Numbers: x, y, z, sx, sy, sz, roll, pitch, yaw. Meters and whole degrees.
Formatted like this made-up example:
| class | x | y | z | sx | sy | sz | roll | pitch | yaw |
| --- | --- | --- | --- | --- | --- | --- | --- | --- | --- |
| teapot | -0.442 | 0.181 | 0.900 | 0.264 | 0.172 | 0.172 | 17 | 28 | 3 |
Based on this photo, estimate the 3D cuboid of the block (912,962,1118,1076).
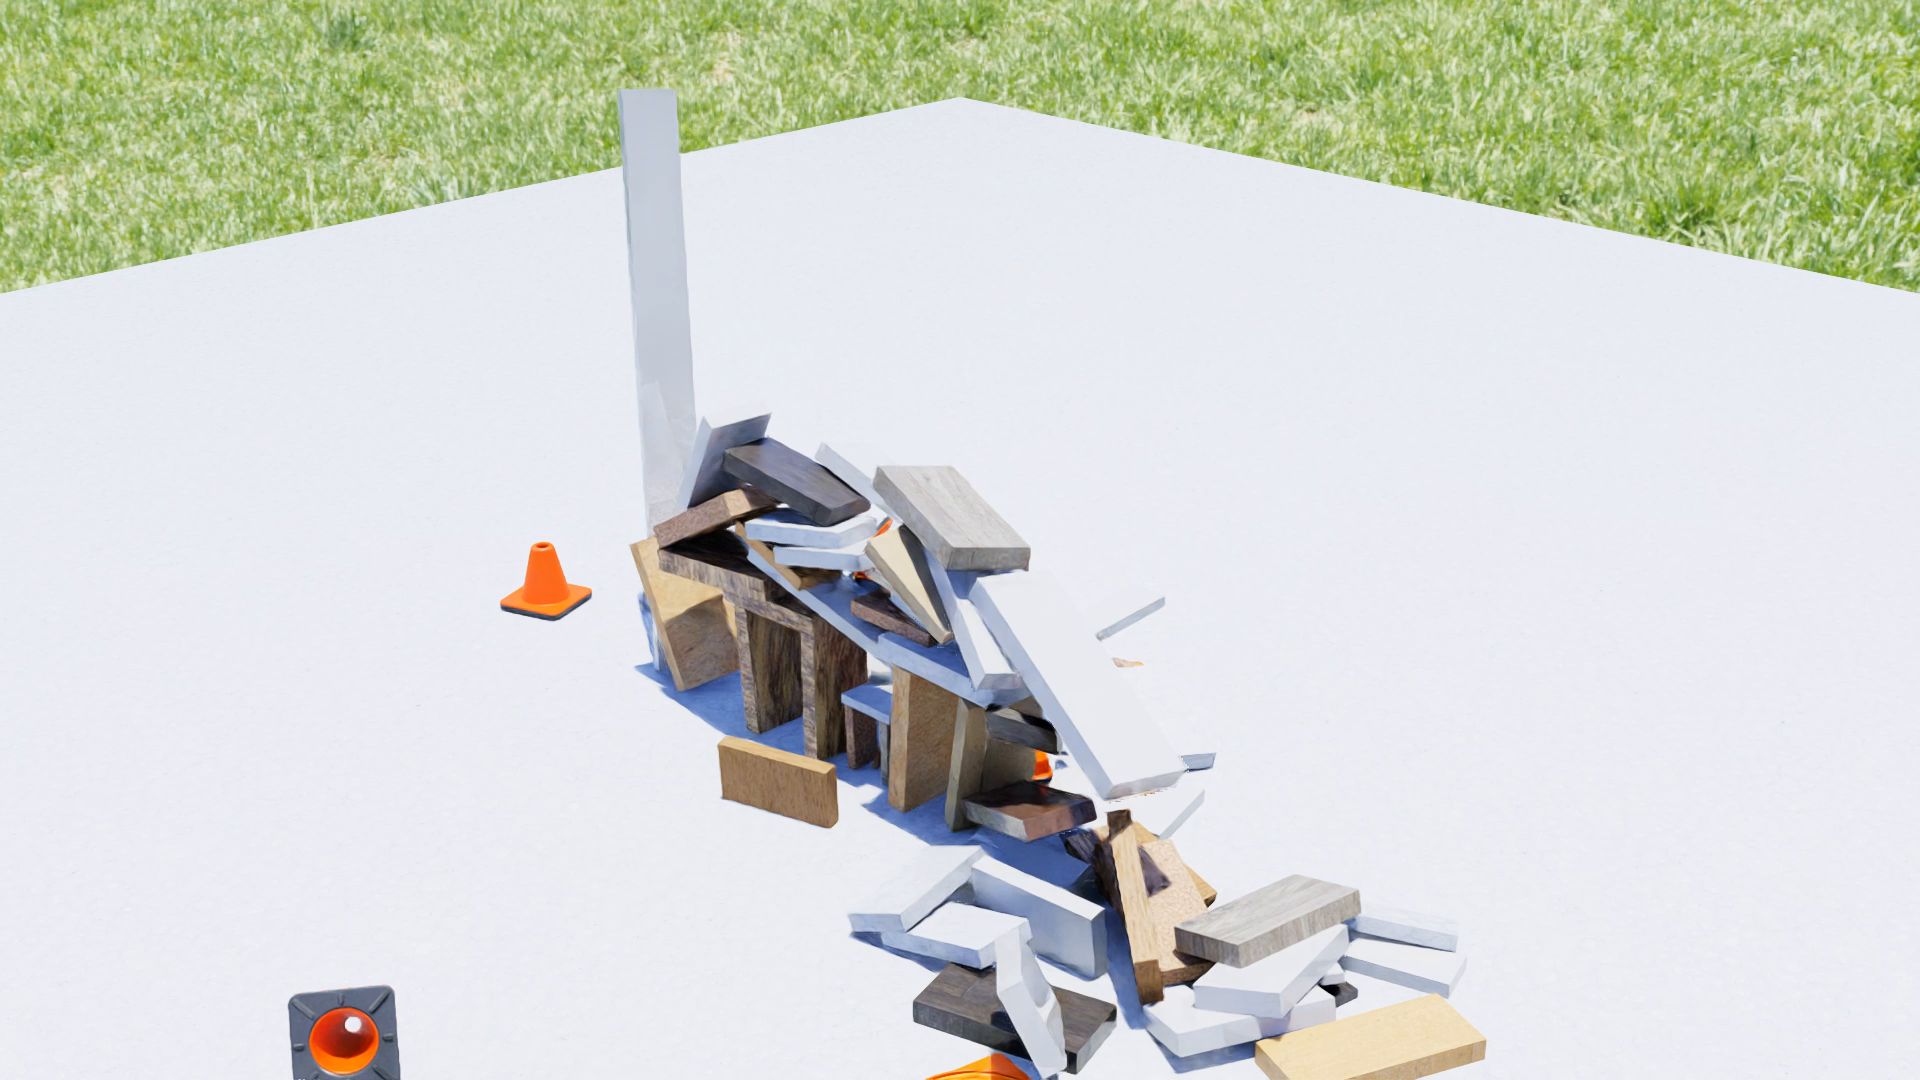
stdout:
| class | x | y | z | sx | sy | sz | roll | pitch | yaw |
| --- | --- | --- | --- | --- | --- | --- | --- | --- | --- |
| block | 0.094 | 0.815 | 3.783 | 0.314 | 0.044 | 0.157 | 12 | 26 | 26 |

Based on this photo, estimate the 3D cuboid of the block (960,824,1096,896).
| class | x | y | z | sx | sy | sz | roll | pitch | yaw |
| --- | --- | --- | --- | --- | --- | --- | --- | --- | --- |
| block | 0.110 | 0.628 | 4.136 | 0.274 | 0.039 | 0.137 | 17 | 53 | 45 |

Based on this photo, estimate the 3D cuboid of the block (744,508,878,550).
| class | x | y | z | sx | sy | sz | roll | pitch | yaw |
| --- | --- | --- | --- | --- | --- | --- | --- | --- | --- |
| block | -0.304 | -0.024 | 4.491 | 0.248 | 0.035 | 0.124 | 6 | 19 | 36 |

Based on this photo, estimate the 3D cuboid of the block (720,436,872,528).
| class | x | y | z | sx | sy | sz | roll | pitch | yaw |
| --- | --- | --- | --- | --- | --- | --- | --- | --- | --- |
| block | -0.334 | -0.122 | 4.517 | 0.286 | 0.041 | 0.143 | 28 | 29 | 25 |

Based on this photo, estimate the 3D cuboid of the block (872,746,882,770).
| class | x | y | z | sx | sy | sz | roll | pitch | yaw |
| --- | --- | --- | --- | --- | --- | --- | --- | --- | --- |
| block | -0.141 | 0.411 | 4.728 | 0.014 | 0.048 | 0.261 | 23 | 27 | 6 |

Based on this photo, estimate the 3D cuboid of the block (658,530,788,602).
| class | x | y | z | sx | sy | sz | roll | pitch | yaw |
| --- | --- | --- | --- | --- | --- | --- | --- | --- | --- |
| block | -0.471 | 0.050 | 4.727 | 0.347 | 0.049 | 0.174 | 14 | 26 | 42 |

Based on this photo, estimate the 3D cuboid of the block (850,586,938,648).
| class | x | y | z | sx | sy | sz | roll | pitch | yaw |
| --- | --- | --- | --- | --- | --- | --- | --- | --- | --- |
| block | -0.102 | 0.151 | 4.404 | 0.223 | 0.032 | 0.112 | 21 | 31 | 40 |

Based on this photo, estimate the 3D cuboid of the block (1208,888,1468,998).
| class | x | y | z | sx | sy | sz | roll | pitch | yaw |
| --- | --- | --- | --- | --- | --- | --- | --- | --- | --- |
| block | 0.679 | 0.730 | 4.000 | 0.466 | 0.030 | 0.107 | 12 | 26 | 26 |

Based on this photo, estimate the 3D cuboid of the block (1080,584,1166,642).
| class | x | y | z | sx | sy | sz | roll | pitch | yaw |
| --- | --- | --- | --- | --- | --- | --- | --- | --- | --- |
| block | 0.303 | 0.210 | 5.229 | 0.103 | 0.029 | 0.493 | 18 | 29 | 36 |

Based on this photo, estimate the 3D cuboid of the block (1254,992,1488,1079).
| class | x | y | z | sx | sy | sz | roll | pitch | yaw |
| --- | --- | --- | --- | --- | --- | --- | --- | --- | --- |
| block | 0.689 | 0.857 | 3.689 | 0.360 | 0.041 | 0.146 | -10 | 25 | -21 |

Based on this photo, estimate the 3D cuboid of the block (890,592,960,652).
| class | x | y | z | sx | sy | sz | roll | pitch | yaw |
| --- | --- | --- | --- | --- | --- | --- | --- | --- | --- |
| block | -0.040 | 0.145 | 4.327 | 0.094 | 0.027 | 0.189 | -21 | 47 | -40 |

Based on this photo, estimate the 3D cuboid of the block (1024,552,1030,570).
| class | x | y | z | sx | sy | sz | roll | pitch | yaw |
| --- | --- | --- | --- | --- | --- | --- | --- | --- | --- |
| block | 0.072 | 0.168 | 4.573 | 0.042 | 0.295 | 0.148 | 17 | 20 | 32 |

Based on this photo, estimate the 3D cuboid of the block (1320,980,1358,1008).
| class | x | y | z | sx | sy | sz | roll | pitch | yaw |
| --- | --- | --- | --- | --- | --- | --- | --- | --- | --- |
| block | 0.636 | 0.783 | 3.892 | 0.064 | 0.018 | 0.128 | -16 | 28 | -32 |

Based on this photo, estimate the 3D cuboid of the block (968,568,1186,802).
| class | x | y | z | sx | sy | sz | roll | pitch | yaw |
| --- | --- | --- | --- | --- | --- | --- | --- | --- | --- |
| block | 0.209 | 0.255 | 4.008 | 0.169 | 0.048 | 0.497 | -7 | 50 | -36 |

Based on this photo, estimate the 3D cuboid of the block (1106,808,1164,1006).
| class | x | y | z | sx | sy | sz | roll | pitch | yaw |
| --- | --- | --- | --- | --- | --- | --- | --- | --- | --- |
| block | 0.308 | 0.644 | 3.871 | 0.043 | 0.153 | 0.305 | -10 | 50 | 2 |

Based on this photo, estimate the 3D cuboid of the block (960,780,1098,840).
| class | x | y | z | sx | sy | sz | roll | pitch | yaw |
| --- | --- | --- | --- | --- | --- | --- | --- | --- | --- |
| block | 0.125 | 0.507 | 4.149 | 0.137 | 0.039 | 0.418 | -15 | 3 | -15 |

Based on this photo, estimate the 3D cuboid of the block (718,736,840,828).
| class | x | y | z | sx | sy | sz | roll | pitch | yaw |
| --- | --- | --- | --- | --- | --- | --- | --- | --- | --- |
| block | -0.367 | 0.488 | 4.442 | 0.259 | 0.130 | 0.037 | 12 | 30 | 26 |

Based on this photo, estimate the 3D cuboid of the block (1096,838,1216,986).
| class | x | y | z | sx | sy | sz | roll | pitch | yaw |
| --- | --- | --- | --- | --- | --- | --- | --- | --- | --- |
| block | 0.369 | 0.676 | 4.006 | 0.146 | 0.041 | 0.292 | -7 | 41 | -17 |

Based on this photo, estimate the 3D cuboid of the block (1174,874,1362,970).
| class | x | y | z | sx | sy | sz | roll | pitch | yaw |
| --- | --- | --- | --- | --- | --- | --- | --- | --- | --- |
| block | 0.550 | 0.676 | 3.919 | 0.314 | 0.044 | 0.157 | -15 | 13 | -37 |

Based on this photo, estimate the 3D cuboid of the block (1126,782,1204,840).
| class | x | y | z | sx | sy | sz | roll | pitch | yaw |
| --- | --- | --- | --- | --- | --- | --- | --- | --- | --- |
| block | 0.400 | 0.547 | 4.433 | 0.107 | 0.030 | 0.214 | 13 | 26 | 28 |

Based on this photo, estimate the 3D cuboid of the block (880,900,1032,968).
| class | x | y | z | sx | sy | sz | roll | pitch | yaw |
| --- | --- | --- | --- | --- | --- | --- | --- | --- | --- |
| block | -0.010 | 0.706 | 3.962 | 0.130 | 0.037 | 0.259 | -24 | 18 | -41 |

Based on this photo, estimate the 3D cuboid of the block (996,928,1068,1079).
| class | x | y | z | sx | sy | sz | roll | pitch | yaw |
| --- | --- | --- | --- | --- | --- | --- | --- | --- | --- |
| block | 0.112 | 0.738 | 3.530 | 0.043 | 0.153 | 0.305 | -27 | 5 | 3 |

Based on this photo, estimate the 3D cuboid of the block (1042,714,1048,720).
| class | x | y | z | sx | sy | sz | roll | pitch | yaw |
| --- | --- | --- | --- | --- | --- | --- | --- | --- | --- |
| block | 0.157 | 0.274 | 4.473 | 0.123 | 0.246 | 0.035 | -18 | 29 | -21 |

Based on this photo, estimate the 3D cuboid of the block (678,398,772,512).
| class | x | y | z | sx | sy | sz | roll | pitch | yaw |
| --- | --- | --- | --- | --- | --- | --- | --- | --- | --- |
| block | -0.498 | -0.176 | 4.640 | 0.143 | 0.286 | 0.041 | -18 | 61 | -31 |

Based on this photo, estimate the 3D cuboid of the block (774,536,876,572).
| class | x | y | z | sx | sy | sz | roll | pitch | yaw |
| --- | --- | --- | --- | --- | --- | --- | --- | --- | --- |
| block | -0.246 | 0.023 | 4.441 | 0.248 | 0.035 | 0.124 | 5 | 18 | 42 |

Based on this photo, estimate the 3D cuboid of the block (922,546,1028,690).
| class | x | y | z | sx | sy | sz | roll | pitch | yaw |
| --- | --- | --- | --- | --- | --- | --- | --- | --- | --- |
| block | 0.060 | 0.130 | 4.145 | 0.169 | 0.048 | 0.338 | 1 | 50 | -29 |

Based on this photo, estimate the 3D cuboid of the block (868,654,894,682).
| class | x | y | z | sx | sy | sz | roll | pitch | yaw |
| --- | --- | --- | --- | --- | --- | --- | --- | --- | --- |
| block | -0.028 | 0.260 | 5.019 | 0.388 | 0.042 | 0.148 | 2 | 49 | 5 |

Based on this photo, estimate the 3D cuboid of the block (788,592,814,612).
| class | x | y | z | sx | sy | sz | roll | pitch | yaw |
| --- | --- | --- | --- | --- | --- | --- | --- | --- | --- |
| block | -0.315 | 0.125 | 4.559 | 0.048 | 0.014 | 0.095 | -6 | 21 | -30 |

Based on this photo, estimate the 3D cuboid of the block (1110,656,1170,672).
| class | x | y | z | sx | sy | sz | roll | pitch | yaw |
| --- | --- | --- | --- | --- | --- | --- | --- | --- | --- |
| block | 0.381 | 0.300 | 4.905 | 0.157 | 0.022 | 0.078 | 13 | 25 | 23 |

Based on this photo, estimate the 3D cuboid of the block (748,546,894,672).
| class | x | y | z | sx | sy | sz | roll | pitch | yaw |
| --- | --- | --- | --- | --- | --- | --- | --- | --- | --- |
| block | -0.250 | 0.122 | 4.525 | 0.428 | 0.032 | 0.112 | 36 | 39 | 27 |

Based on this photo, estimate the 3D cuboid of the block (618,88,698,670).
| class | x | y | z | sx | sy | sz | roll | pitch | yaw |
| --- | --- | --- | --- | --- | --- | --- | --- | --- | --- |
| block | -0.665 | -0.354 | 4.968 | 0.123 | 1.303 | 0.035 | -6 | 8 | -21 |

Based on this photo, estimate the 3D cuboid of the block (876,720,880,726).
| class | x | y | z | sx | sy | sz | roll | pitch | yaw |
| --- | --- | --- | --- | --- | --- | --- | --- | --- | --- |
| block | -0.064 | 0.394 | 4.699 | 0.205 | 0.029 | 0.103 | 18 | 26 | 19 |
